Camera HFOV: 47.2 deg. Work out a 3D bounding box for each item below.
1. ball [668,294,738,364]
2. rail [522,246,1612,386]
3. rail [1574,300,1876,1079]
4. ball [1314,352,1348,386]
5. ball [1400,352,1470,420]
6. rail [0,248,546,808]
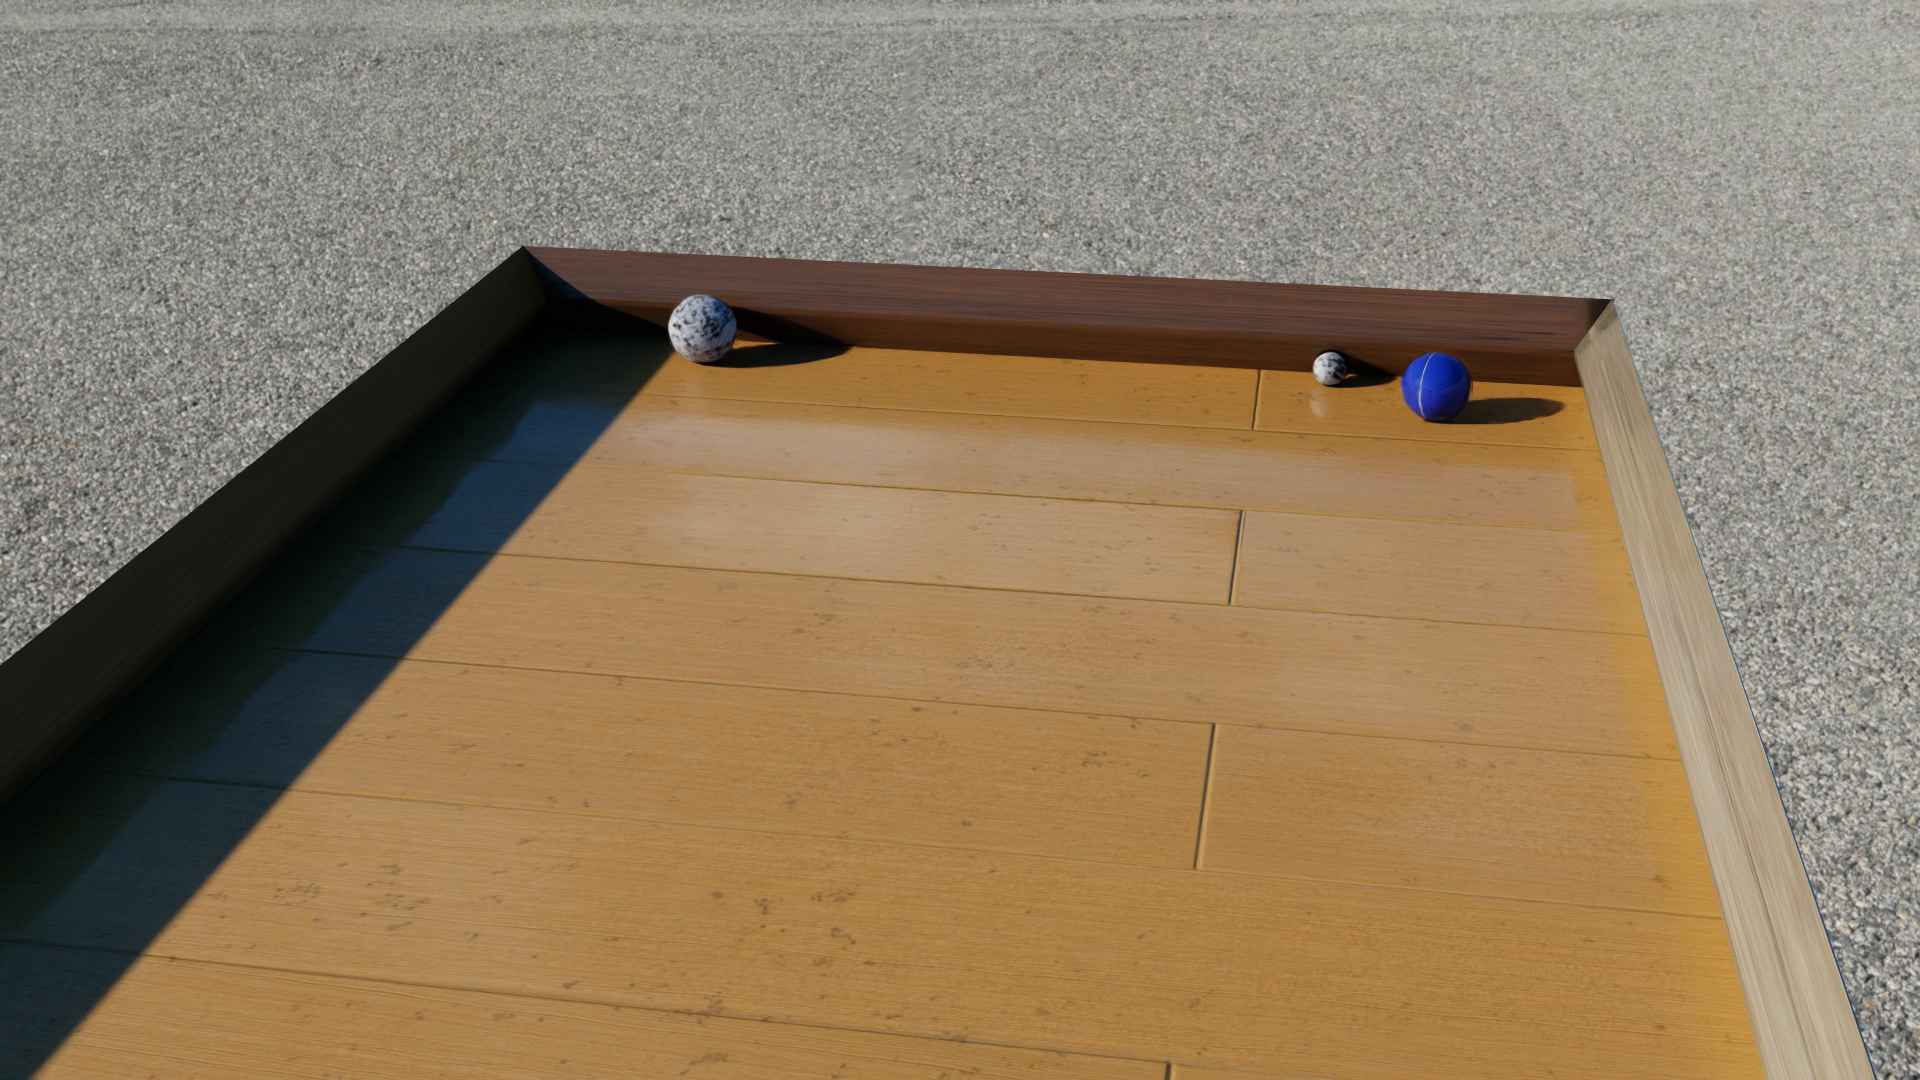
[{"bbox_3d":[-0.336,-0.276,2.879,0.090,0.090,0.090,0,24,0],"label":"ball"},{"bbox_3d":[0.110,-0.287,2.867,1.432,0.116,0.045,4,24,9],"label":"rail"},{"bbox_3d":[0.569,0.293,1.554,0.045,0.116,2.726,4,24,9],"label":"rail"},{"bbox_3d":[0.472,-0.218,2.805,0.043,0.043,0.043,0,24,0],"label":"ball"},{"bbox_3d":[0.581,-0.188,2.686,0.083,0.083,0.083,0,24,0],"label":"ball"},{"bbox_3d":[-0.796,0.199,1.765,0.045,0.116,2.726,4,24,9],"label":"rail"}]
